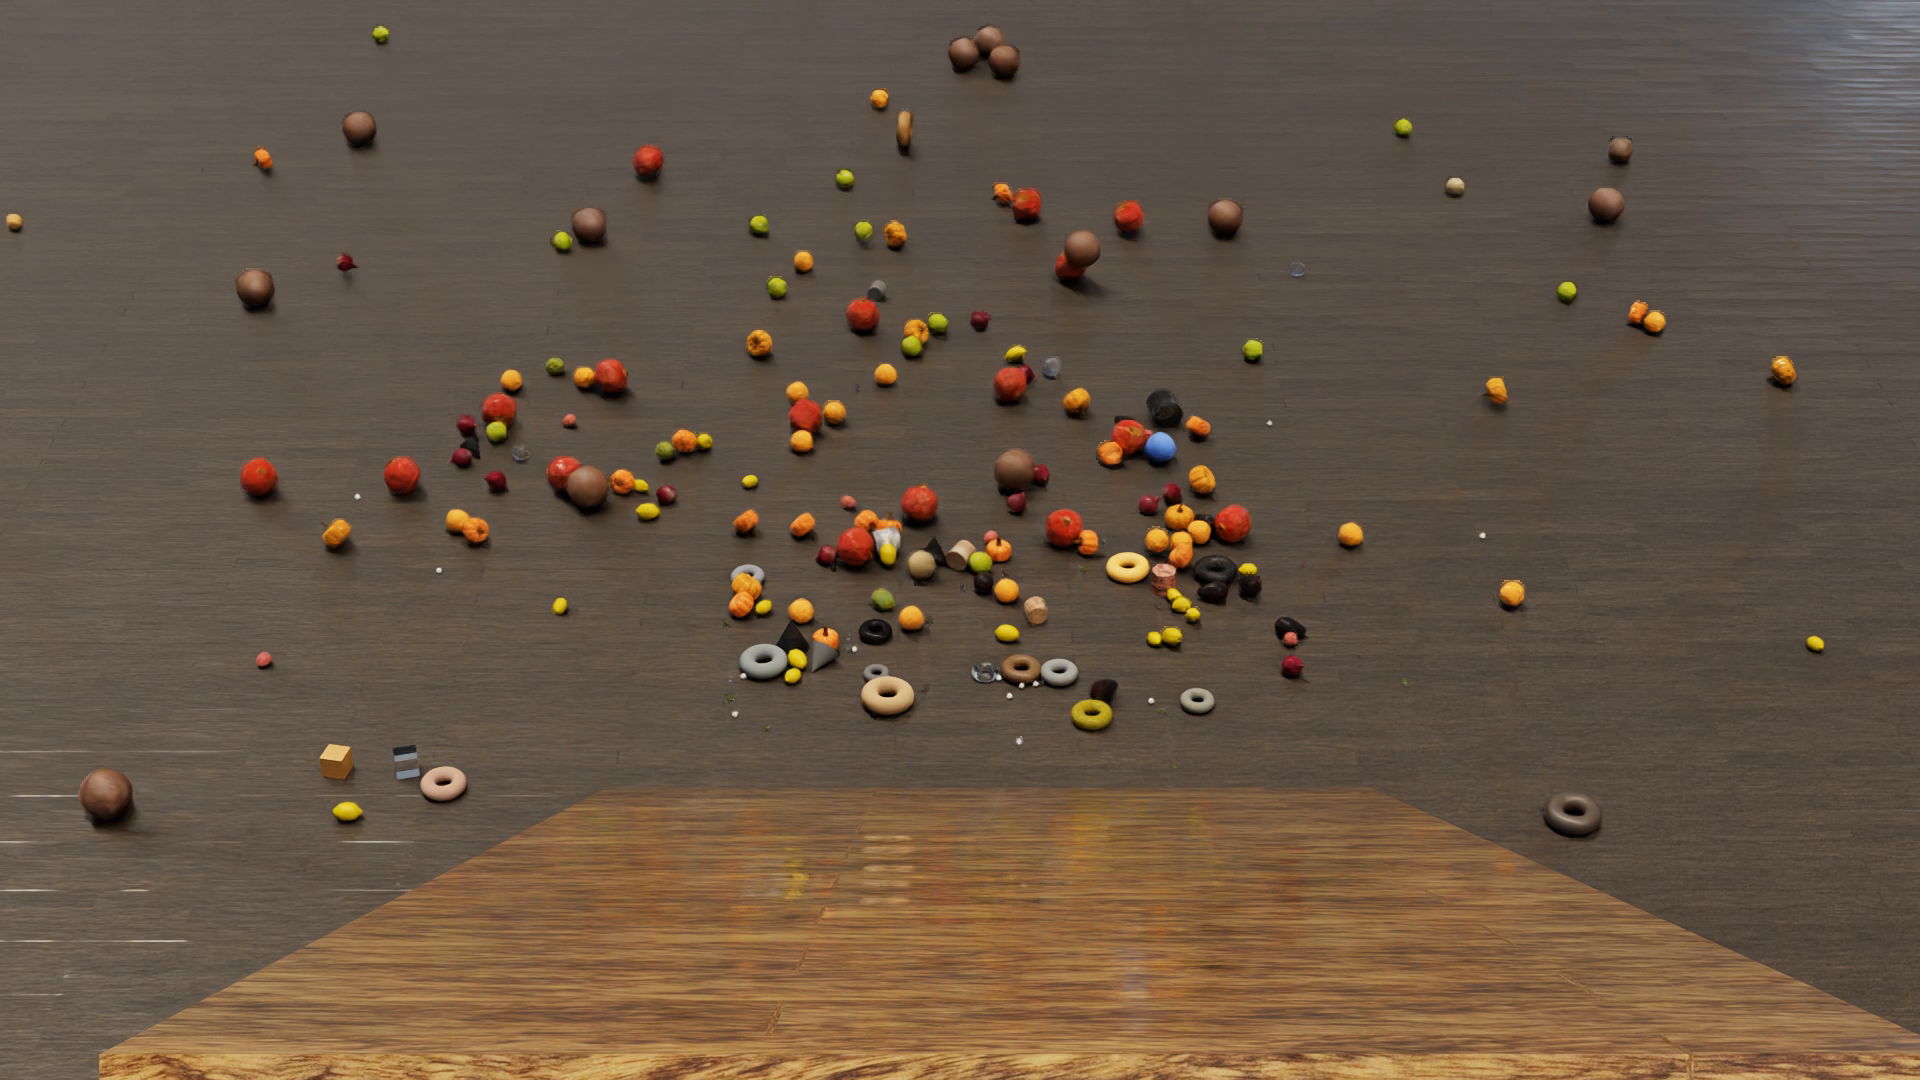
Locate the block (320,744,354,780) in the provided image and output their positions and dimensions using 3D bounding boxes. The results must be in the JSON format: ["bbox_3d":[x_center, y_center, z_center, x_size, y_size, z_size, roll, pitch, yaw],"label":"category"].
[{"bbox_3d":[-1.671,0.594,6.958,0.062,0.062,0.062,7,34,10],"label":"block"}]

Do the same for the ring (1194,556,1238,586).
[{"bbox_3d":[0.761,0.091,7.727,0.131,0.044,0.131,-1,34,1],"label":"ring"}]

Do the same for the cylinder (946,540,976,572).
[{"bbox_3d":[0.003,0.047,7.769,0.069,0.069,0.069,16,37,22],"label":"cylinder"}]

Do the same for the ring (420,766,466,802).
[{"bbox_3d":[-1.373,0.648,6.898,0.122,0.041,0.122,1,34,-1],"label":"ring"}]

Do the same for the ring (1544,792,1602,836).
[{"bbox_3d":[1.605,0.716,6.790,0.148,0.049,0.148,-1,34,1],"label":"ring"}]

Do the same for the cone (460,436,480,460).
[{"bbox_3d":[-1.551,-0.282,8.294,0.067,0.067,0.067,-29,74,-35],"label":"cone"}]

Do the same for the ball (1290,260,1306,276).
[{"bbox_3d":[1.211,-0.972,9.301,0.056,0.056,0.056,0,34,0],"label":"ball"}]

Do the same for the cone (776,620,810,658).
[{"bbox_3d":[-0.481,0.266,7.415,0.098,0.098,0.098,0,34,0],"label":"cone"}]

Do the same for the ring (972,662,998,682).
[{"bbox_3d":[0.071,0.372,7.323,0.078,0.026,0.078,1,35,-1],"label":"ring"}]

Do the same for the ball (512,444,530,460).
[{"bbox_3d":[-1.398,-0.279,8.268,0.053,0.053,0.053,0,34,0],"label":"ball"}]

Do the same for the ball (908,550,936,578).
[{"bbox_3d":[-0.114,0.073,7.715,0.084,0.084,0.084,0,34,0],"label":"ball"}]

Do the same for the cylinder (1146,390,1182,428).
[{"bbox_3d":[0.666,-0.428,8.457,0.091,0.091,0.091,-9,35,-14],"label":"cylinder"}]

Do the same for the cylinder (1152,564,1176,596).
[{"bbox_3d":[0.602,0.118,7.661,0.070,0.070,0.070,0,34,0],"label":"cylinder"}]

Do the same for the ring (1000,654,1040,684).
[{"bbox_3d":[0.172,0.365,7.322,0.116,0.039,0.116,1,35,-1],"label":"ring"}]

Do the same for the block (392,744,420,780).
[{"bbox_3d":[-1.484,0.595,6.958,0.061,0.061,0.061,-8,35,-12],"label":"block"}]

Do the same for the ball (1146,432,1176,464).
[{"bbox_3d":[0.637,-0.293,8.251,0.097,0.097,0.097,0,34,0],"label":"ball"}]

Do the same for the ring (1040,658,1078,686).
[{"bbox_3d":[0.279,0.373,7.312,0.109,0.036,0.109,0,33,0],"label":"ring"}]

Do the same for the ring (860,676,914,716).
[{"bbox_3d":[-0.201,0.433,7.210,0.149,0.050,0.149,1,33,-1],"label":"ring"}]

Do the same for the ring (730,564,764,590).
[{"bbox_3d":[-0.631,0.110,7.707,0.103,0.034,0.103,-1,35,1],"label":"ring"}]

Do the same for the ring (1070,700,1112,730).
[{"bbox_3d":[0.363,0.481,7.148,0.117,0.039,0.117,-1,33,0],"label":"ring"}]

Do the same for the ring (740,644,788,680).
[{"bbox_3d":[-0.556,0.345,7.346,0.139,0.046,0.139,-1,34,1],"label":"ring"}]

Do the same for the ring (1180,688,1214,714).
[{"bbox_3d":[0.659,0.447,7.206,0.097,0.032,0.097,0,35,0],"label":"ring"}]

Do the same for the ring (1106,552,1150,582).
[{"bbox_3d":[0.501,0.082,7.740,0.130,0.043,0.130,-1,33,1],"label":"ring"}]

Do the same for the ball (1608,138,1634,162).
[{"bbox_3d":[2.563,-1.513,10.071,0.097,0.097,0.097,0,34,0],"label":"ball"}]

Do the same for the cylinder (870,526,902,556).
[{"bbox_3d":[-0.225,0.005,7.824,0.077,0.077,0.077,-11,35,-16],"label":"cylinder"}]

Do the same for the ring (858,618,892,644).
[{"bbox_3d":[-0.244,0.263,7.480,0.098,0.033,0.098,1,35,0],"label":"ring"}]

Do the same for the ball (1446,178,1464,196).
[{"bbox_3d":[1.877,-1.340,9.837,0.070,0.070,0.070,0,34,0],"label":"ball"}]

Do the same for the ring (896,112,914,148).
[{"bbox_3d":[-0.217,-1.605,10.154,0.049,0.146,0.146,0,33,10],"label":"ring"}]

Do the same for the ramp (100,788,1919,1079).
[{"bbox_3d":[0.075,0.650,4.786,2.000,0.100,4.000,0,-1,0],"label":"ramp"}]

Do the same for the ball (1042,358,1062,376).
[{"bbox_3d":[0.308,-0.581,8.709,0.065,0.065,0.065,0,34,0],"label":"ball"}]

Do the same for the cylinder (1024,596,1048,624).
[{"bbox_3d":[0.220,0.205,7.542,0.059,0.059,0.059,-5,34,-7],"label":"cylinder"}]

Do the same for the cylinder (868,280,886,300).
[{"bbox_3d":[-0.293,-0.881,9.167,0.053,0.053,0.053,7,34,10],"label":"cylinder"}]

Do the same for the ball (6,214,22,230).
[{"bbox_3d":[-3.500,-1.178,9.604,0.060,0.060,0.060,0,34,0],"label":"ball"}]

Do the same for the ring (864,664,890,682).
[{"bbox_3d":[-0.235,0.377,7.315,0.077,0.026,0.077,0,35,0],"label":"ring"}]
